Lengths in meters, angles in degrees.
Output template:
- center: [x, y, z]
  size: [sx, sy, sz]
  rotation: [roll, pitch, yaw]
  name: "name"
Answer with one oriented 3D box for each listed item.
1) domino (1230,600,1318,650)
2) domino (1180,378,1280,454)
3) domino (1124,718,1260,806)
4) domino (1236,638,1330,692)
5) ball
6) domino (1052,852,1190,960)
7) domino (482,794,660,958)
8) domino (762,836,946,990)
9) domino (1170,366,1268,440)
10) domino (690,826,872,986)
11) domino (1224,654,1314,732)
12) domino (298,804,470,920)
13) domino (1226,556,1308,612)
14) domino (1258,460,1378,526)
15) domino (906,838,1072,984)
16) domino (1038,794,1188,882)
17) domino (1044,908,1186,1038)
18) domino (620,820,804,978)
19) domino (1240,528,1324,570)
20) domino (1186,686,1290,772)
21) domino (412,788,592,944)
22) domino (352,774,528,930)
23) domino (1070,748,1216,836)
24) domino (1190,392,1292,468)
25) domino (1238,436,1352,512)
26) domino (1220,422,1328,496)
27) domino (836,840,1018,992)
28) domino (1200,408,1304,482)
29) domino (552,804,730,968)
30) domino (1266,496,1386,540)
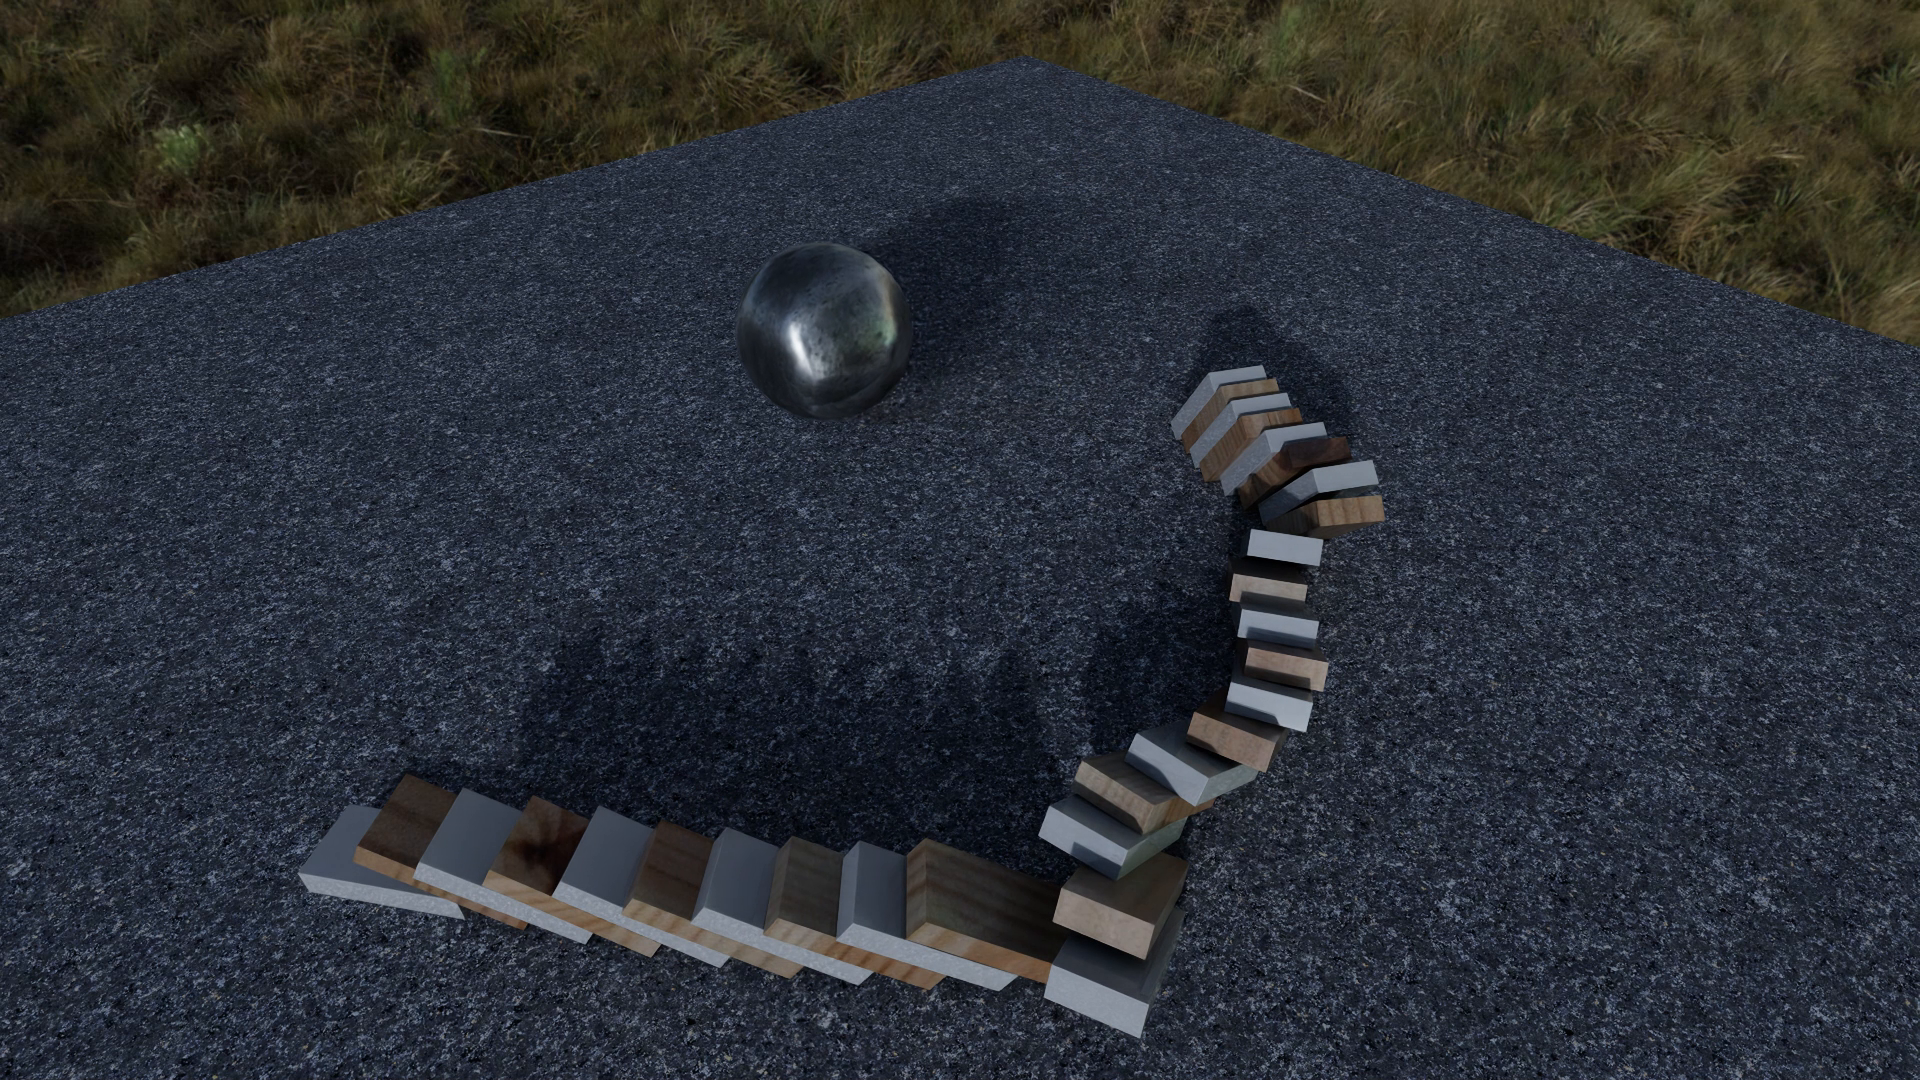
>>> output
- center: [0.111, 0.027, 0.390]
  size: [0.025, 0.010, 0.050]
  rotation: [9, 7, 10]
  name: "domino"
- center: [0.117, -0.053, 0.479]
  size: [0.025, 0.050, 0.010]
  rotation: [-10, 73, -11]
  name: "domino"
- center: [0.074, 0.067, 0.341]
  size: [0.025, 0.010, 0.050]
  rotation: [30, 15, 31]
  name: "domino"
- center: [0.109, 0.039, 0.375]
  size: [0.025, 0.009, 0.050]
  rotation: [11, 8, 10]
  name: "domino"
- center: [-0.062, -0.095, 0.504]
  size: [0.080, 0.080, 0.080]
  rotation: [0, 39, 0]
  name: "ball"
- center: [0.046, 0.096, 0.303]
  size: [0.025, 0.009, 0.050]
  rotation: [16, 8, 20]
  name: "domino"
- center: [-0.104, 0.095, 0.310]
  size: [0.050, 0.010, 0.025]
  rotation: [28, 39, -11]
  name: "domino"
- center: [-0.027, 0.102, 0.300]
  size: [0.050, 0.009, 0.025]
  rotation: [26, 36, -18]
  name: "domino"
- center: [0.114, -0.060, 0.487]
  size: [0.025, 0.050, 0.009]
  rotation: [-10, 73, -11]
  name: "domino"
- center: [-0.046, 0.100, 0.302]
  size: [0.050, 0.009, 0.025]
  rotation: [27, 37, -16]
  name: "domino"
- center: [0.102, 0.049, 0.362]
  size: [0.025, 0.009, 0.050]
  rotation: [13, 8, 14]
  name: "domino"
- center: [-0.165, 0.095, 0.327]
  size: [0.050, 0.010, 0.025]
  rotation: [7, 40, 8]
  name: "domino"
- center: [0.112, 0.016, 0.404]
  size: [0.025, 0.010, 0.050]
  rotation: [9, 8, 11]
  name: "domino"
- center: [0.141, -0.018, 0.437]
  size: [0.025, 0.050, 0.009]
  rotation: [-9, 78, -11]
  name: "domino"
- center: [0.009, 0.101, 0.299]
  size: [0.050, 0.010, 0.025]
  rotation: [26, 35, -22]
  name: "domino"
- center: [0.046, 0.083, 0.322]
  size: [0.025, 0.009, 0.050]
  rotation: [24, 12, 29]
  name: "domino"
- center: [0.042, 0.109, 0.292]
  size: [0.025, 0.010, 0.050]
  rotation: [16, 13, 19]
  name: "domino"
- center: [-0.065, 0.099, 0.303]
  size: [0.050, 0.010, 0.025]
  rotation: [28, 37, -15]
  name: "domino"
- center: [0.120, 0.004, 0.415]
  size: [0.025, 0.010, 0.050]
  rotation: [9, -1, 11]
  name: "domino"
- center: [0.090, 0.059, 0.350]
  size: [0.025, 0.009, 0.050]
  rotation: [20, 10, 21]
  name: "domino"
- center: [-0.124, 0.092, 0.312]
  size: [0.050, 0.009, 0.025]
  rotation: [27, 39, -13]
  name: "domino"
- center: [-0.142, 0.090, 0.316]
  size: [0.050, 0.009, 0.025]
  rotation: [28, 39, -12]
  name: "domino"
- center: [0.057, 0.074, 0.332]
  size: [0.025, 0.010, 0.050]
  rotation: [28, 14, 33]
  name: "domino"
- center: [0.119, -0.046, 0.470]
  size: [0.025, 0.050, 0.010]
  rotation: [-10, 73, -11]
  name: "domino"
- center: [0.135, -0.026, 0.446]
  size: [0.025, 0.050, 0.010]
  rotation: [-9, 74, -11]
  name: "domino"
- center: [0.129, -0.033, 0.454]
  size: [0.025, 0.050, 0.010]
  rotation: [-9, 74, -11]
  name: "domino"
- center: [-0.008, 0.102, 0.299]
  size: [0.050, 0.009, 0.025]
  rotation: [25, 35, -20]
  name: "domino"
- center: [0.122, -0.039, 0.461]
  size: [0.025, 0.050, 0.010]
  rotation: [-9, 74, -10]
  name: "domino"
- center: [-0.084, 0.097, 0.307]
  size: [0.050, 0.010, 0.025]
  rotation: [28, 39, -11]
  name: "domino"
- center: [0.140, -0.007, 0.426]
  size: [0.025, 0.050, 0.009]
  rotation: [-5, 83, -6]
  name: "domino"
